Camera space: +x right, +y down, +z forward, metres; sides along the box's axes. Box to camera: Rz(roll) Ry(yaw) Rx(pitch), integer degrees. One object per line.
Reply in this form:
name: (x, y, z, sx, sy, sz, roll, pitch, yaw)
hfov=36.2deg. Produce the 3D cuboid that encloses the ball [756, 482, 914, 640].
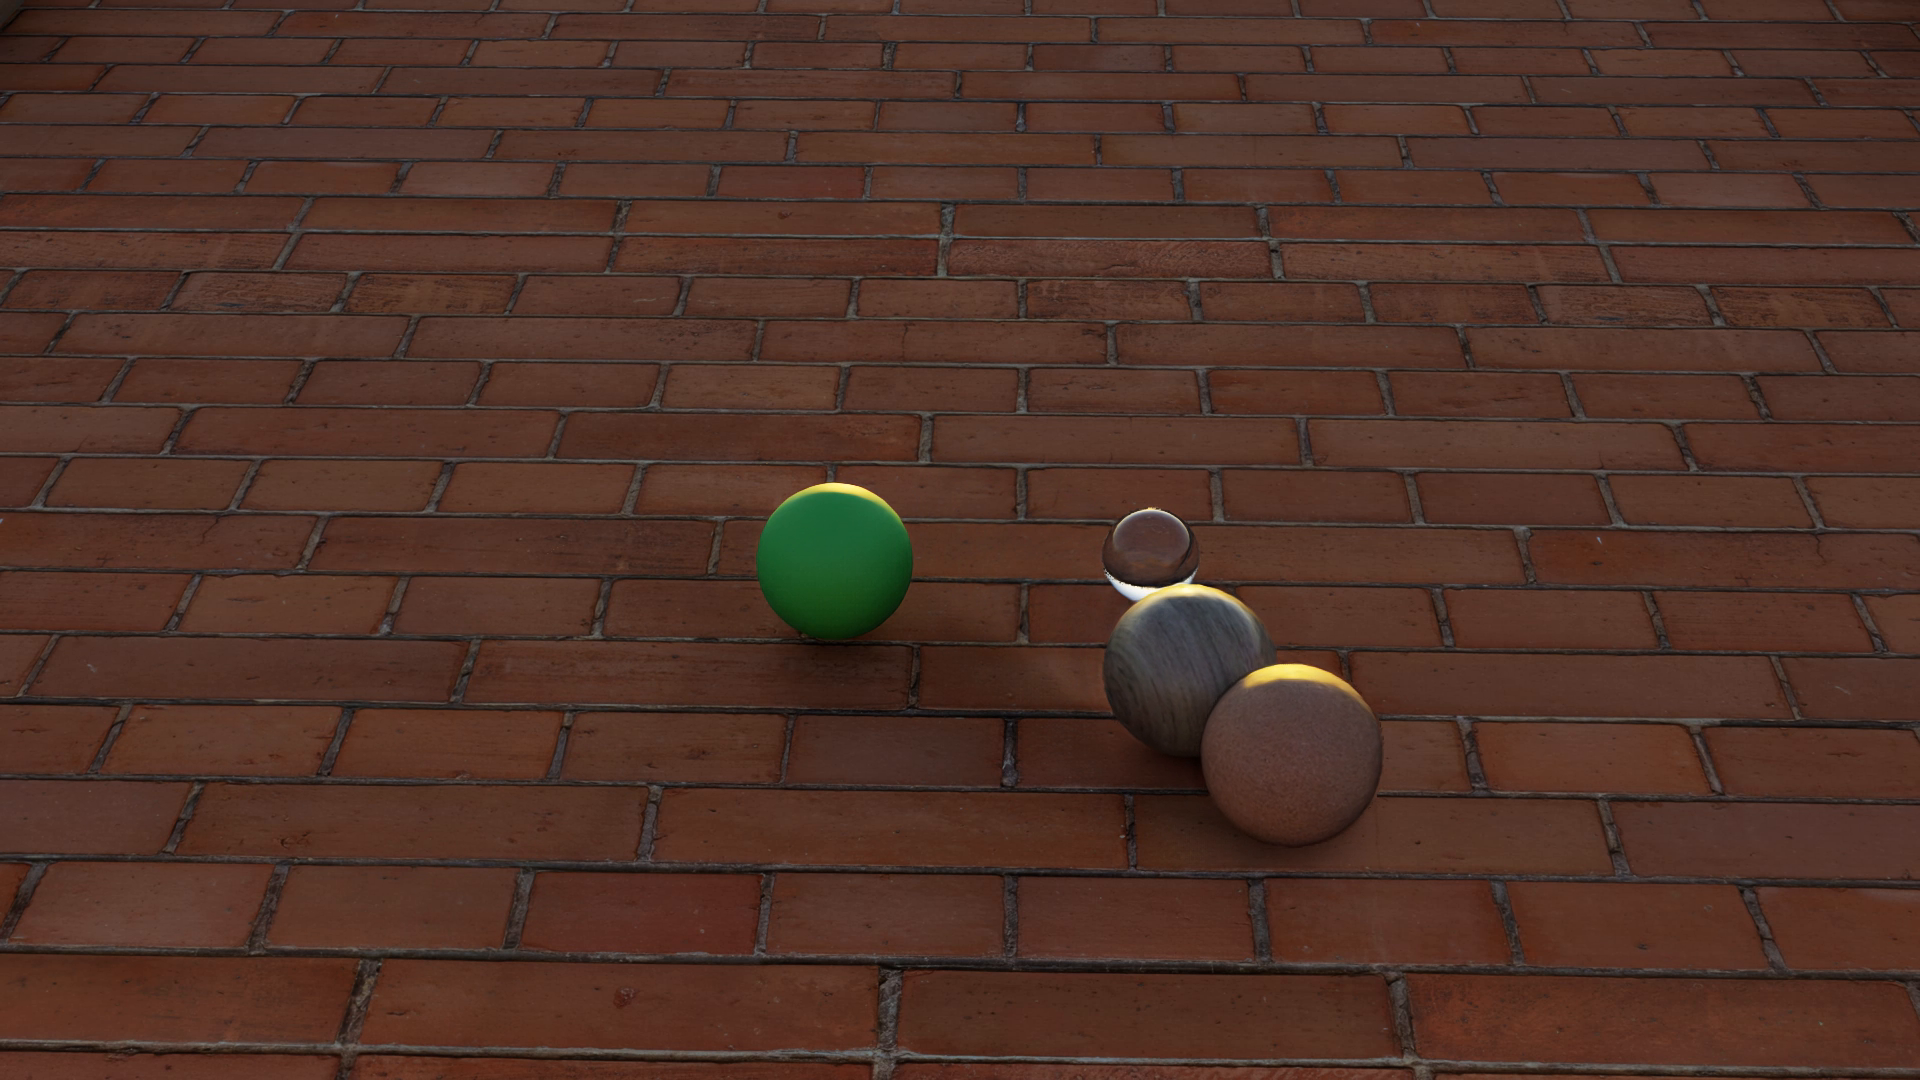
ball: (-0.073, 0.012, 1.707, 0.091, 0.091, 0.091, 0, 28, 0)

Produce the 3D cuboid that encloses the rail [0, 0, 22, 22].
rail: (-0.865, -0.435, 2.503, 0.045, 0.122, 3.414, 1, 28, 1)

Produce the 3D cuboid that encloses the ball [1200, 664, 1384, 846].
ball: (0.172, 0.111, 1.521, 0.094, 0.094, 0.094, 0, 28, 0)

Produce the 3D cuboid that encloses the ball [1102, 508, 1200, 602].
ball: (0.113, 0.010, 1.748, 0.057, 0.057, 0.057, 0, 28, 0)

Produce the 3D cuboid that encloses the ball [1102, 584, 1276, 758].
ball: (0.124, 0.071, 1.596, 0.094, 0.094, 0.094, 0, 28, 0)
